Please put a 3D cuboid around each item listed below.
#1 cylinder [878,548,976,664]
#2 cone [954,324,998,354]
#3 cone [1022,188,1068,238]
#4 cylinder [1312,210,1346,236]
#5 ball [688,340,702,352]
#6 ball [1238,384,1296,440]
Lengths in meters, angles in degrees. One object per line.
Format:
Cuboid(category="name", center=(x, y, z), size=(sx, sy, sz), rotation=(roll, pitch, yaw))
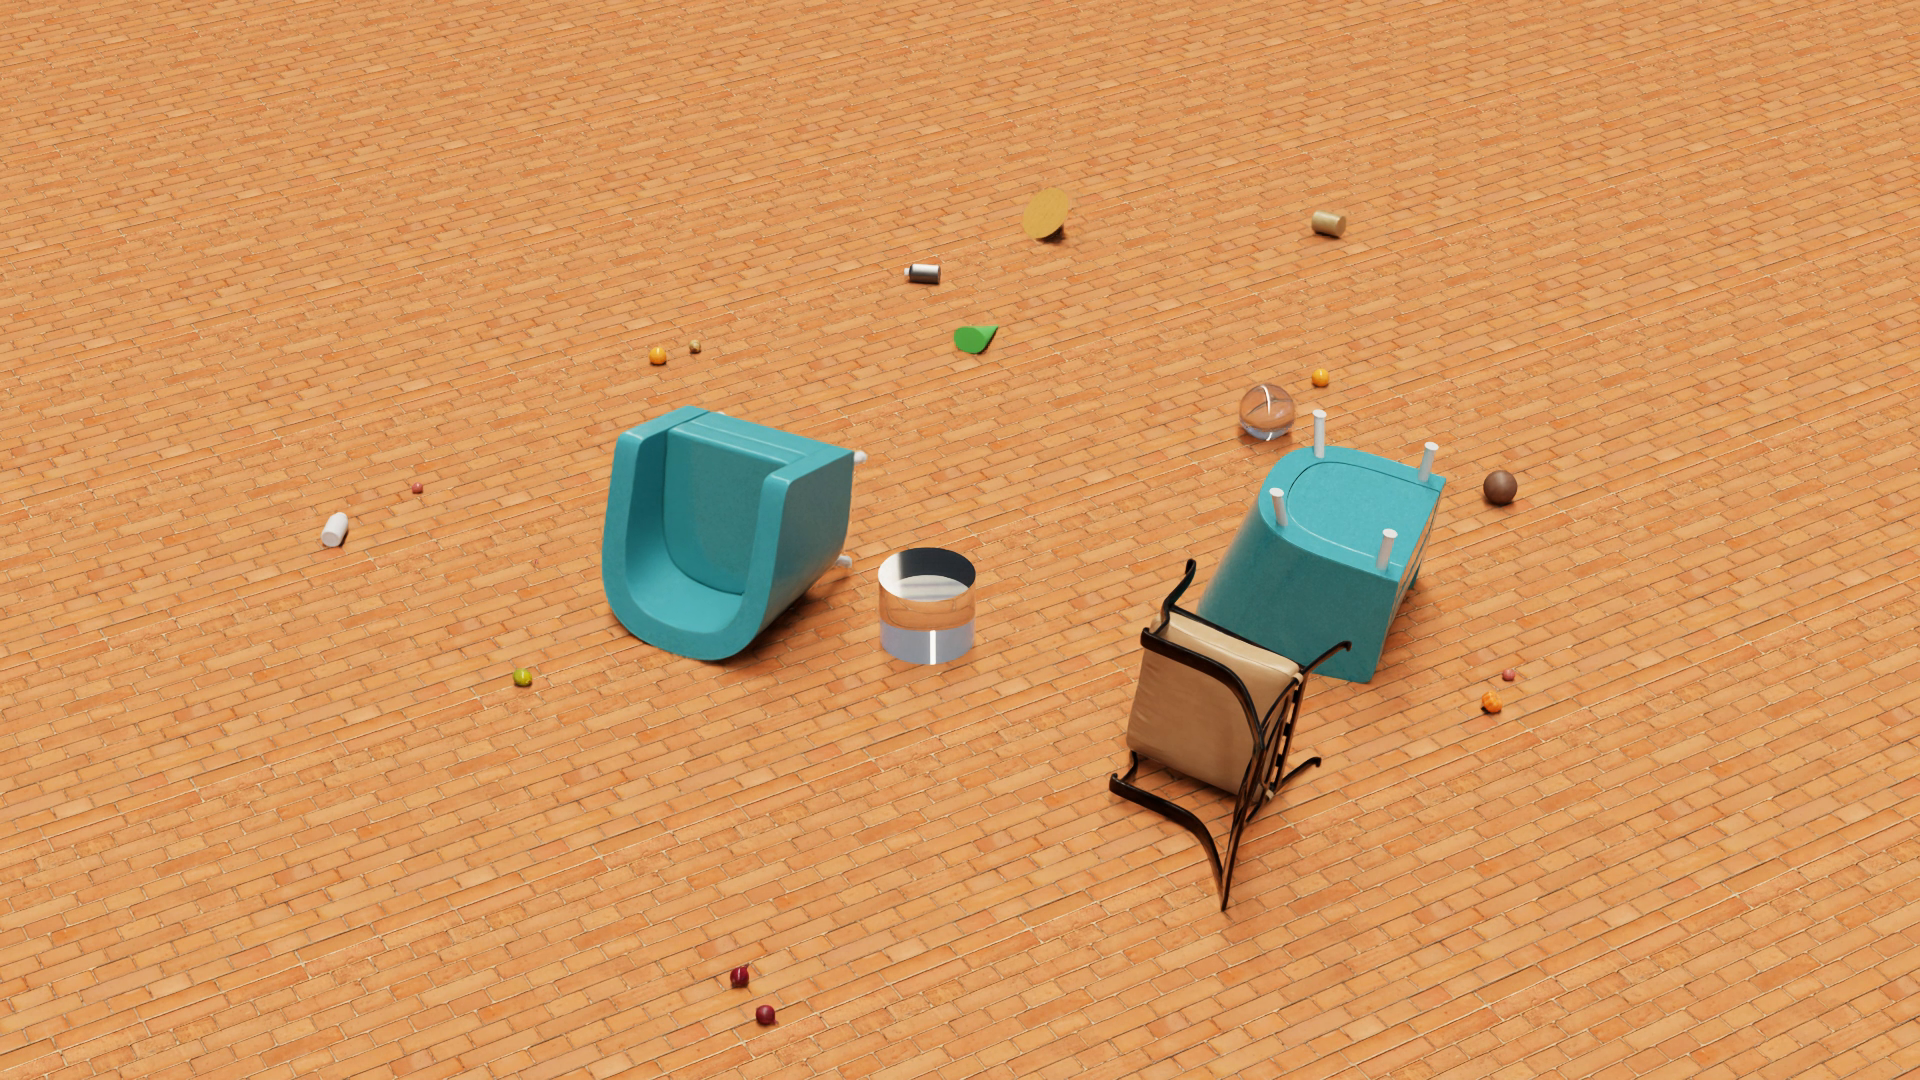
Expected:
Cuboid(category="cylinder", center=(-0.116, 0.231, 10.351), size=(0.343, 0.267, 0.343), rotation=(11, 35, 17))
Cuboid(category="cone", center=(0.102, -0.865, 12.207), size=(0.151, 0.113, 0.268), rotation=(13, 23, 25))
Cuboid(category="cone", center=(0.417, -1.420, 13.021), size=(0.247, 0.123, 0.275), rotation=(-54, 41, 3))
Cuboid(category="cylinder", center=(1.633, -1.404, 12.980), size=(0.119, 0.095, 0.128), rotation=(18, 7, 25))
Cuboid(category="ball", center=(-1.096, -0.802, 12.113), size=(0.053, 0.053, 0.053), rotation=(0, 33, 0))
Cuboid(category="ball", center=(1.204, -0.502, 11.505), size=(0.222, 0.222, 0.222), rotation=(0, 33, 0))
